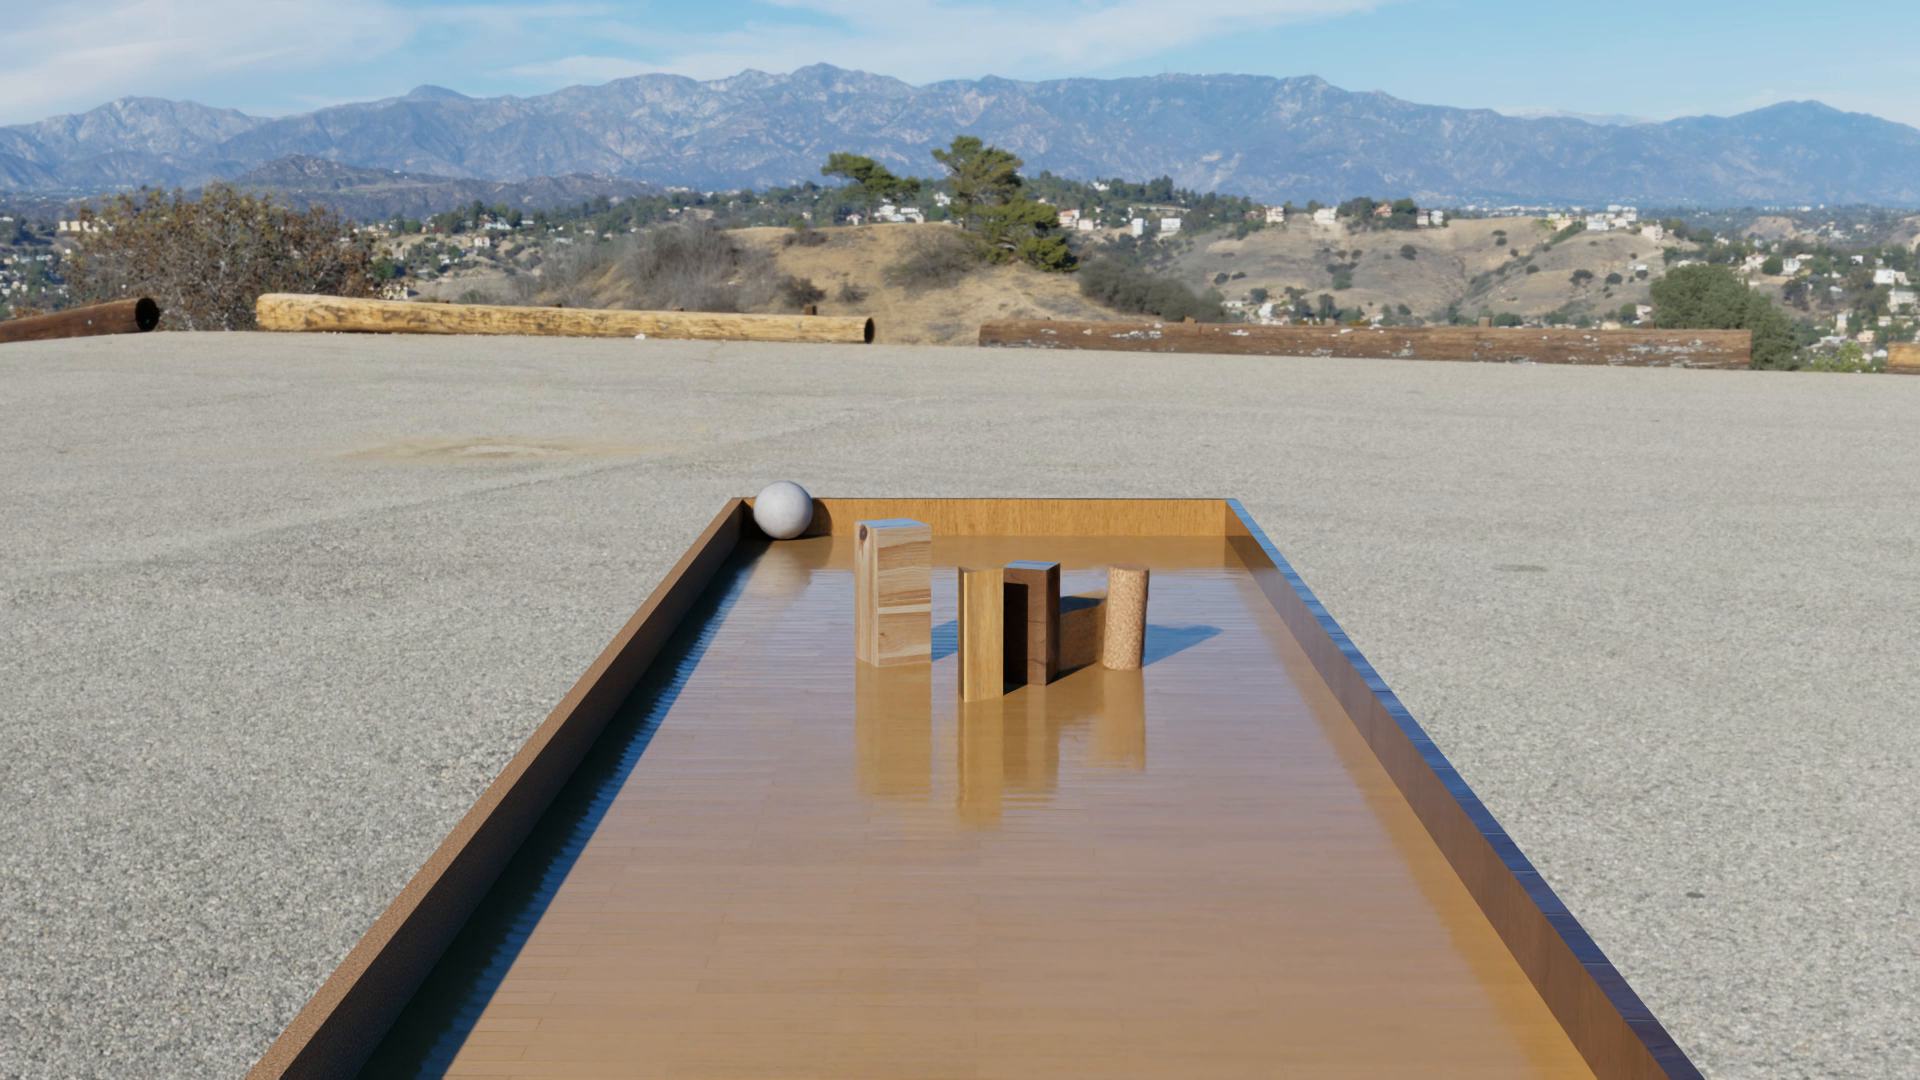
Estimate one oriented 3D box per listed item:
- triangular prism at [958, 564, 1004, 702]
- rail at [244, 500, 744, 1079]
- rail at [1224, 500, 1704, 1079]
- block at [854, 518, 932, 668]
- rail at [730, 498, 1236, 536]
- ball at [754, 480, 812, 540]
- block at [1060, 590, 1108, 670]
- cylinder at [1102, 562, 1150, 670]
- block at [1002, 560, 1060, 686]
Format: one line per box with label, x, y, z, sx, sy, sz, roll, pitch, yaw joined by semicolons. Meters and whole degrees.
triangular prism;0.033;0.258;6.207;0.135;0.367;0.117;-7;11;-37
rail;-1.004;0.839;3.234;0.050;0.150;12.000;0;9;1
rail;1.046;0.843;3.208;0.050;0.150;12.000;0;9;1
block;-0.204;0.157;6.678;0.176;0.419;0.176;-4;10;-25
rail;0.099;-0.098;9.147;2.100;0.150;0.050;0;9;1
ball;-0.725;-0.123;9.005;0.244;0.244;0.244;0;9;0
block;0.348;0.276;6.711;0.174;0.174;0.453;8;12;42
cylinder;0.496;0.227;6.577;0.120;0.303;0.120;4;12;-1
block;0.207;0.240;6.410;0.135;0.340;0.135;3;10;20
